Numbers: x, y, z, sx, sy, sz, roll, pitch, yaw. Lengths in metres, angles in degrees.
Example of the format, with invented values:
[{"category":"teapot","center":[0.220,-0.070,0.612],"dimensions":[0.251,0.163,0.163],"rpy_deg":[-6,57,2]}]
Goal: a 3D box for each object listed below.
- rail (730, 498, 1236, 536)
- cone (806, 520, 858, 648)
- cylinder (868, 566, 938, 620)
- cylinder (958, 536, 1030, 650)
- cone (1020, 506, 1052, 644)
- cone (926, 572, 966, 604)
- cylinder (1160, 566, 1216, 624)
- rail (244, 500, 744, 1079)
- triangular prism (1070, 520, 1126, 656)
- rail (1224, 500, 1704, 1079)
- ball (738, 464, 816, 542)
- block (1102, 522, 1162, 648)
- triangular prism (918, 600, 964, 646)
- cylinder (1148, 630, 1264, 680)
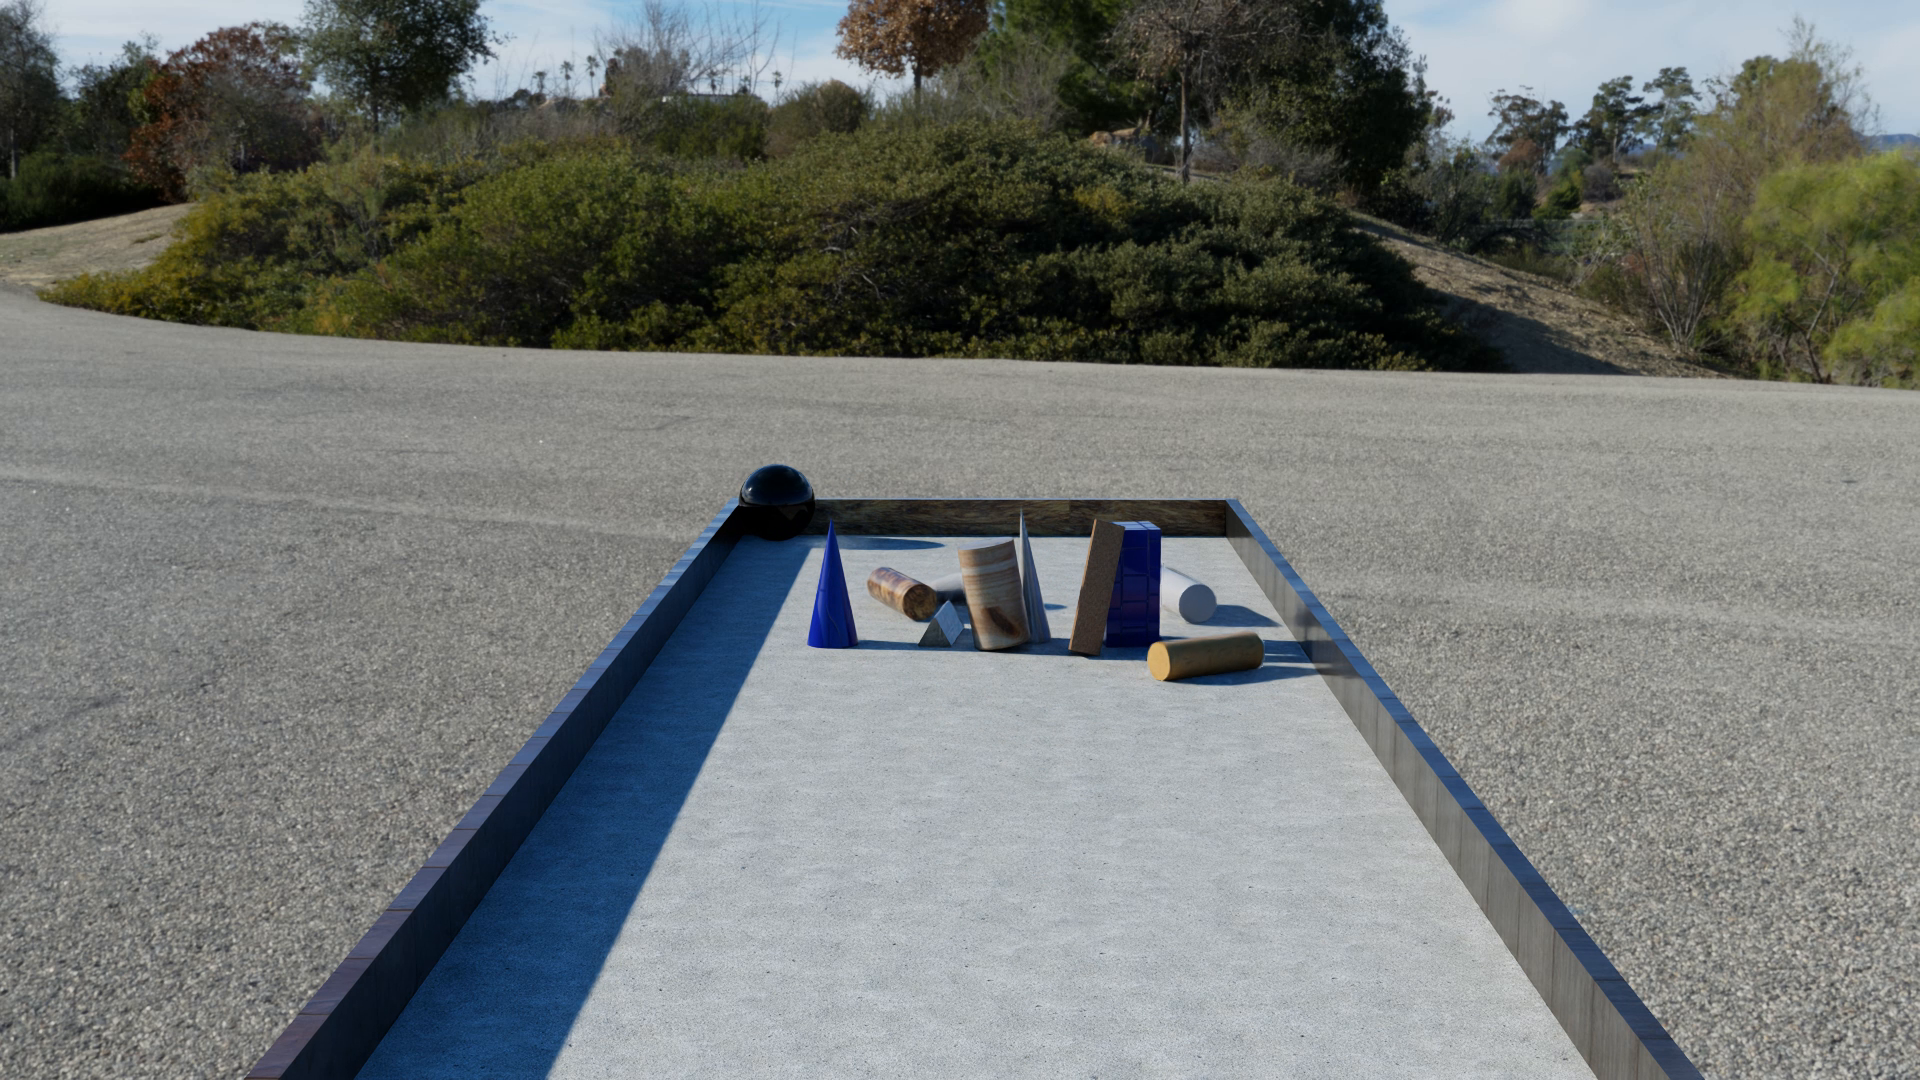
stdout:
[{"category":"rail","center":[0.099,-0.098,9.147],"dimensions":[2.100,0.150,0.050],"rpy_deg":[0,9,1]},{"category":"cone","center":[-0.402,0.126,6.916],"dimensions":[0.165,0.407,0.165],"rpy_deg":[0,9,0]},{"category":"cylinder","center":[-0.199,0.181,7.479],"dimensions":[0.122,0.122,0.370],"rpy_deg":[-3,10,-21]},{"category":"cylinder","center":[0.106,0.166,6.861],"dimensions":[0.179,0.319,0.179],"rpy_deg":[-10,8,1]},{"category":"cone","center":[0.214,0.104,6.949],"dimensions":[0.111,0.431,0.111],"rpy_deg":[-6,12,1]},{"category":"cone","center":[-0.093,0.180,7.647],"dimensions":[0.389,0.142,0.142],"rpy_deg":[-8,7,16]},{"category":"cylinder","center":[0.740,0.184,7.430],"dimensions":[0.132,0.132,0.365],"rpy_deg":[-2,9,-14]},{"category":"rail","center":[-1.004,0.839,3.234],"dimensions":[0.050,0.150,12.000],"rpy_deg":[0,9,1]},{"category":"triangular prism","center":[0.404,0.146,6.793],"dimensions":[0.107,0.407,0.093],"rpy_deg":[14,-5,-24]},{"category":"rail","center":[1.046,0.843,3.208],"dimensions":[0.050,0.150,12.000],"rpy_deg":[0,9,1]},{"category":"ball","center":[-0.747,-0.152,8.965],"dimensions":[0.314,0.314,0.314],"rpy_deg":[0,9,0]},{"category":"block","center":[0.530,0.139,6.951],"dimensions":[0.171,0.371,0.171],"rpy_deg":[-1,9,-8]},{"category":"triangular prism","center":[-0.059,0.264,7.037],"dimensions":[0.105,0.091,0.311],"rpy_deg":[1,9,8]},{"category":"cylinder","center":[0.726,0.341,6.495],"dimensions":[0.337,0.114,0.114],"rpy_deg":[-5,10,-29]}]
